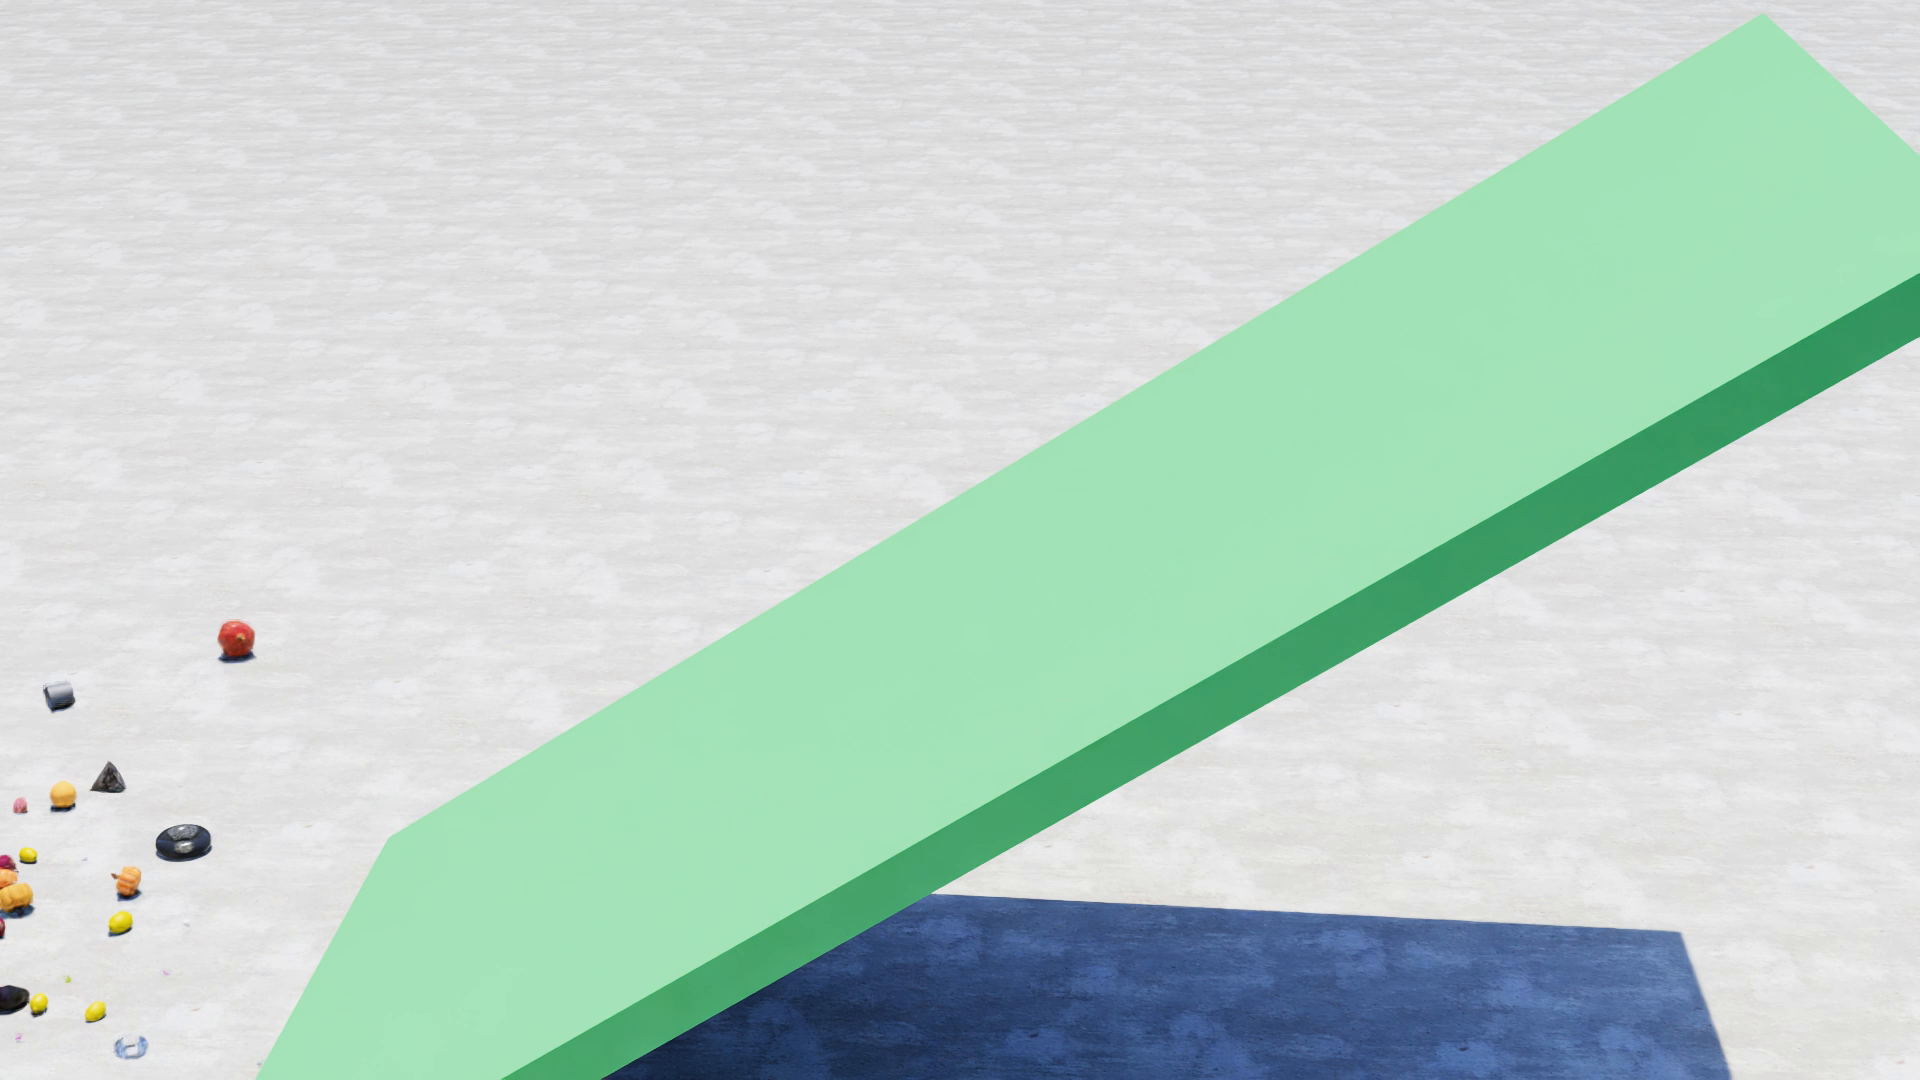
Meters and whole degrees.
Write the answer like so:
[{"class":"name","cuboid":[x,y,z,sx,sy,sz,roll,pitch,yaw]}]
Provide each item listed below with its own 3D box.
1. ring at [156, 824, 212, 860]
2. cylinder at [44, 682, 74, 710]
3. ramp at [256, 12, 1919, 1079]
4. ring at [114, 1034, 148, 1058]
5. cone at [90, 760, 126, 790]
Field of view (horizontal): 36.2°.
[{"class":"ring","cuboid":[-2.061,0.801,7.808,0.147,0.049,0.147,0,21,0]},{"class":"cylinder","cuboid":[-2.664,0.460,8.699,0.069,0.069,0.069,-12,24,-30]},{"class":"ramp","cuboid":[0.139,0.171,6.296,4.000,0.100,2.000,-31,15,14]},{"class":"ring","cuboid":[-1.923,1.175,6.826,0.080,0.027,0.080,-1,21,0]},{"class":"cone","cuboid":[-2.379,0.673,8.165,0.090,0.090,0.090,-32,26,-6]}]
